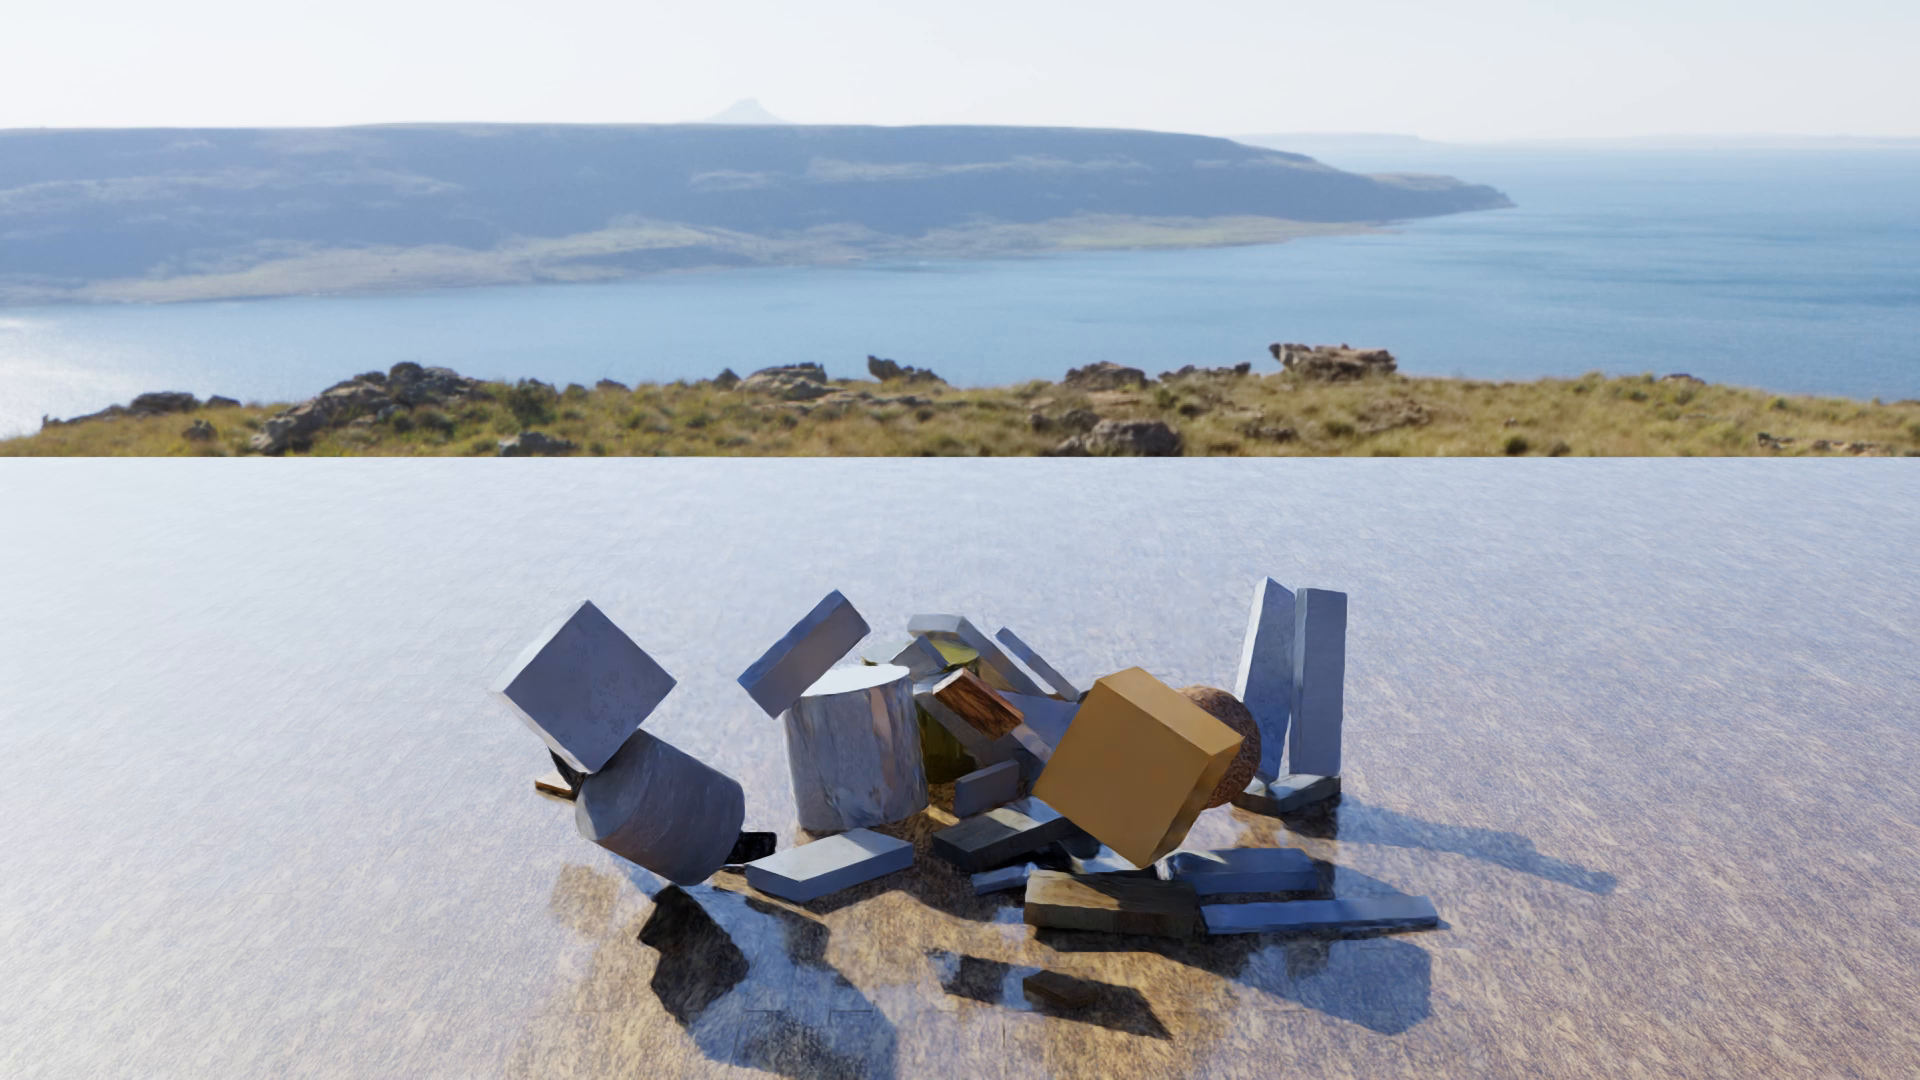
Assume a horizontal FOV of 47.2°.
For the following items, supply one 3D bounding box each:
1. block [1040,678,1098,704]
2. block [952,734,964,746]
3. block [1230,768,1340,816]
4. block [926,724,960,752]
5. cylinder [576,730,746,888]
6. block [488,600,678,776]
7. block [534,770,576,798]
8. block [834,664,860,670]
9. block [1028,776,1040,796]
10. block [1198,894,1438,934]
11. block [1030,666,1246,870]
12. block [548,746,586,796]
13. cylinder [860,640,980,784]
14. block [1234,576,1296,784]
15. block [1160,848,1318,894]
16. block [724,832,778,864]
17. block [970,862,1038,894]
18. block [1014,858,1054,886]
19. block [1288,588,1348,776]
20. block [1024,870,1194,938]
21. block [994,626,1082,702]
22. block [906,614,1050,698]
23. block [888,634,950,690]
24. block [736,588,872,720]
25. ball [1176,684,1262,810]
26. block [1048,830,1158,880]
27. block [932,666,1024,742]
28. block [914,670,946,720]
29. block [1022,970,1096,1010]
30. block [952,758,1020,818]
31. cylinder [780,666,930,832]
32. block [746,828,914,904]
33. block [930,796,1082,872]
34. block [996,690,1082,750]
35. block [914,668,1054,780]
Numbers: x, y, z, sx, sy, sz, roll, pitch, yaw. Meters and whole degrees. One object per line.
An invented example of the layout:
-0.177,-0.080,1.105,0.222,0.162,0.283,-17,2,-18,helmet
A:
0.276,0.332,4.825,0.198,0.028,0.099,-4,11,1,block
0.019,0.403,4.557,0.068,0.019,0.137,22,10,-4,block
0.622,0.477,4.195,0.106,0.030,0.212,10,14,42,block
-0.034,0.412,4.575,0.068,0.019,0.137,0,11,-1,block
-0.500,0.448,3.670,0.200,0.200,0.200,34,-11,-34,cylinder
-0.629,0.244,3.654,0.201,0.201,0.201,-49,12,-15,block
-0.763,0.471,4.243,0.109,0.015,0.054,9,24,40,block
-0.162,0.327,5.019,0.084,0.024,0.324,-8,13,-36,block
0.254,0.472,4.208,0.244,0.035,0.122,1,11,5,block
0.574,0.598,3.513,0.384,0.015,0.053,-1,32,-11,block
0.301,0.377,3.687,0.225,0.225,0.225,33,14,17,block
-0.687,0.413,3.953,0.033,0.115,0.229,-27,31,-19,block
-0.079,0.340,4.373,0.235,0.235,0.235,0,11,0,cylinder
0.595,0.268,4.263,0.115,0.414,0.033,33,-38,-21,block
0.472,0.561,3.732,0.244,0.035,0.122,-1,11,-5,block
-0.375,0.534,3.814,0.109,0.054,0.015,1,-25,8,block
0.076,0.568,3.696,0.109,0.015,0.054,-11,12,-7,block
0.132,0.568,3.744,0.053,0.015,0.105,-2,11,-12,block
0.686,0.273,4.212,0.106,0.354,0.030,8,-7,-34,block
0.241,0.584,3.533,0.268,0.038,0.134,4,14,4,block
0.163,0.260,4.539,0.106,0.030,0.212,40,-2,42,block
0.045,0.264,4.560,0.138,0.039,0.346,-1,-34,43,block
-0.080,0.233,4.172,0.021,0.074,0.148,-43,1,-31,block
-0.265,0.195,3.753,0.033,0.230,0.115,43,-8,36,block
0.427,0.370,3.931,0.222,0.222,0.222,0,11,0,ball
0.244,0.549,3.797,0.122,0.035,0.244,-2,11,-13,block
0.033,0.291,3.889,0.076,0.152,0.022,-36,28,30,block
-0.073,0.338,4.835,0.084,0.024,0.168,8,29,36,block
0.146,0.662,3.239,0.053,0.015,0.105,-8,13,-38,block
0.050,0.464,4.113,0.148,0.074,0.021,-15,29,-42,block
-0.196,0.378,4.032,0.249,0.249,0.249,-8,7,1,cylinder
-0.220,0.554,3.760,0.134,0.038,0.268,10,14,42,block
0.099,0.508,3.872,0.268,0.038,0.134,-17,15,-28,block
0.195,0.382,4.367,0.276,0.039,0.138,10,42,-3,block
0.049,0.353,4.163,0.138,0.276,0.039,-16,38,45,block
